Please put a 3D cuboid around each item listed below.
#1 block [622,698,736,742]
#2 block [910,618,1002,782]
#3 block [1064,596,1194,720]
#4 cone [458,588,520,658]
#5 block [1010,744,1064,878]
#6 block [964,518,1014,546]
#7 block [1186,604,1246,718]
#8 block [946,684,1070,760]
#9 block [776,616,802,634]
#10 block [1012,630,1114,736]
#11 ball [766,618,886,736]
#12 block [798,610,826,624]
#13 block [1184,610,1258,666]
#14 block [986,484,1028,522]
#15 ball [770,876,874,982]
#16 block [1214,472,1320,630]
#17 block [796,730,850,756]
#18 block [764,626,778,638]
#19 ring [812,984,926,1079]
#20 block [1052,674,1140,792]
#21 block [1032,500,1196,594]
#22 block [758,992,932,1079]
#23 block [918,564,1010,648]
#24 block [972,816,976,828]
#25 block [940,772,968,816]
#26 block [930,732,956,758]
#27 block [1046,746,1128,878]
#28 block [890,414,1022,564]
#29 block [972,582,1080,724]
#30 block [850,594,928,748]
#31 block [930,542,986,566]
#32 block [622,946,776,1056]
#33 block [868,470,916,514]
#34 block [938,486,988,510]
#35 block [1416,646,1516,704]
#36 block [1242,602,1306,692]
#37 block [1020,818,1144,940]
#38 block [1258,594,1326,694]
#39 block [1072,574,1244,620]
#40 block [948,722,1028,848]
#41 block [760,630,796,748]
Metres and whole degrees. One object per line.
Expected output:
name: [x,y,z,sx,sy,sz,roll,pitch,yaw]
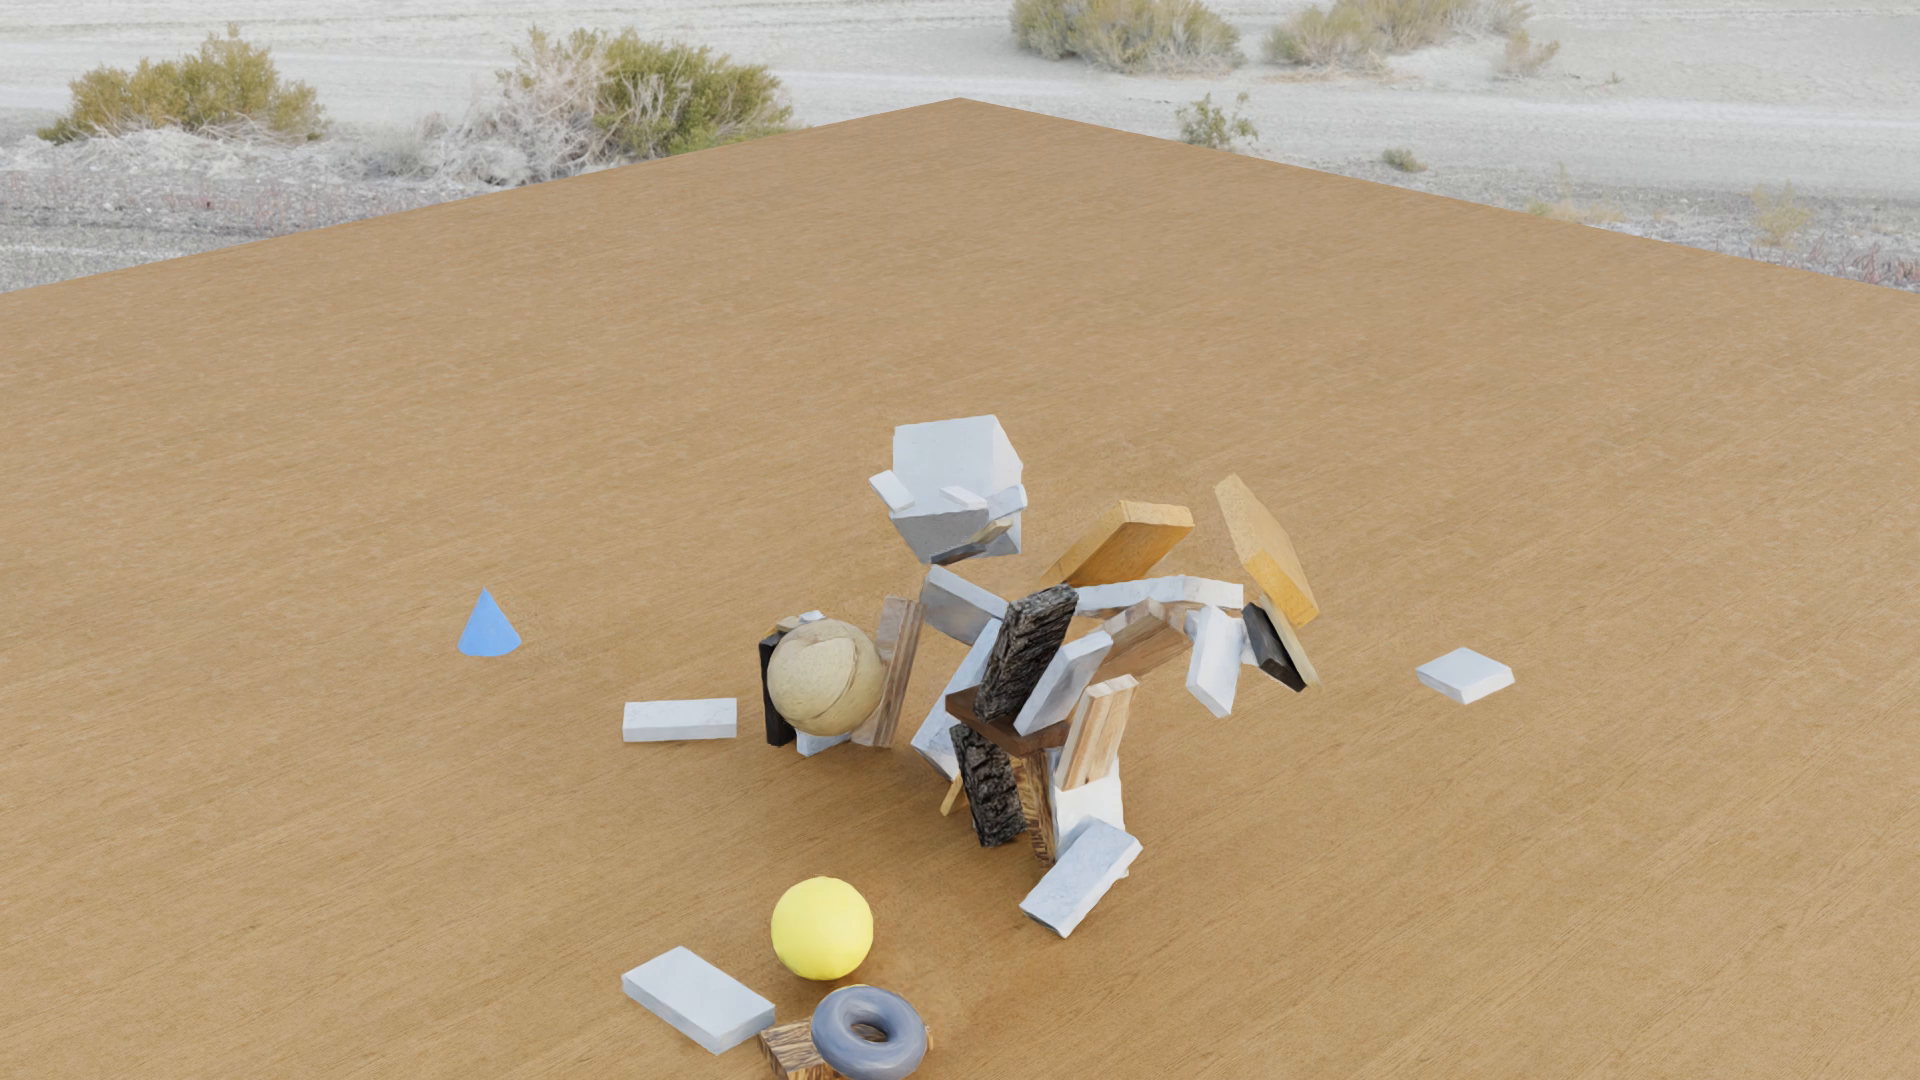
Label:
block: [-0.609,0.392,4.793,0.243,0.034,0.122,-2,23,-5]
block: [0.033,0.335,4.557,0.045,0.158,0.316,20,70,40]
block: [0.274,0.252,4.434,0.144,0.412,0.041,33,40,-33]
cone: [-1.111,0.176,5.158,0.147,0.147,0.147,0,23,0]
block: [0.180,0.513,4.240,0.123,0.247,0.035,-21,10,-41]
block: [0.056,-0.012,4.277,0.049,0.014,0.097,-4,-24,-46]
block: [0.447,0.210,3.837,0.026,0.093,0.185,-26,33,38]
block: [0.092,0.347,4.278,0.123,0.035,0.247,-15,27,-32]
block: [-0.335,0.189,4.667,0.099,0.014,0.049,17,27,26]
block: [0.193,0.270,4.125,0.113,0.244,0.032,-19,60,-37]
ball: [-0.273,0.281,4.484,0.241,0.241,0.241,0,23,0]
block: [-0.290,0.186,4.645,0.049,0.014,0.099,-16,45,-44]
block: [0.507,0.184,4.115,0.144,0.041,0.287,10,7,-2]
block: [0.089,-0.072,4.217,0.013,0.047,0.094,-3,-14,-44]
ball: [-0.244,0.690,3.902,0.182,0.182,0.182,0,23,0]
block: [0.574,0.015,4.133,0.049,0.174,0.347,-38,21,14]
block: [-0.294,0.327,4.677,0.121,0.243,0.034,-20,29,-39]
block: [-0.392,0.239,4.754,0.014,0.099,0.049,-14,7,29]
ring: [-0.150,0.816,3.636,0.197,0.066,0.197,14,31,-8]
block: [0.252,0.358,4.073,0.113,0.227,0.032,-14,43,-38]
block: [0.313,0.036,4.535,0.174,0.347,0.049,4,57,-32]
block: [-0.193,0.846,3.719,0.262,0.037,0.131,-11,25,-24]
block: [0.060,0.182,4.743,0.316,0.158,0.045,27,55,8]
block: [0.055,0.503,4.394,0.068,0.137,0.019,-17,22,-41]
block: [0.010,0.494,4.428,0.019,0.137,0.068,44,42,22]
block: [0.009,0.417,4.420,0.068,0.019,0.137,-16,20,-39]
block: [0.243,0.521,4.200,0.131,0.262,0.037,-7,5,-16]
block: [-0.005,-0.105,4.629,0.218,0.218,0.218,-6,63,16]
block: [0.123,0.216,4.181,0.144,0.287,0.041,-18,51,-37]
block: [-0.149,0.279,4.649,0.045,0.316,0.158,13,-2,16]
block: [-0.003,0.028,4.289,0.097,0.014,0.049,-19,-14,25]
block: [-0.456,0.799,3.830,0.131,0.037,0.262,-21,31,-40]
block: [-0.134,-0.095,4.319,0.049,0.014,0.097,-24,54,-22]
block: [0.006,-0.081,4.215,0.047,0.013,0.094,-8,23,-36]
block: [0.838,0.224,3.653,0.093,0.026,0.185,-23,12,-7]
block: [0.557,0.189,3.898,0.093,0.026,0.185,32,23,-19]
block: [0.225,0.628,4.093,0.227,0.032,0.113,-46,38,-18]
block: [0.586,0.182,3.895,0.047,0.013,0.242,36,20,-33]
block: [0.385,0.121,4.459,0.174,0.049,0.347,10,-12,-40]
block: [0.065,0.469,4.346,0.123,0.247,0.035,-21,9,-40]
block: [-0.370,0.310,4.714,0.034,0.243,0.122,14,28,32]
